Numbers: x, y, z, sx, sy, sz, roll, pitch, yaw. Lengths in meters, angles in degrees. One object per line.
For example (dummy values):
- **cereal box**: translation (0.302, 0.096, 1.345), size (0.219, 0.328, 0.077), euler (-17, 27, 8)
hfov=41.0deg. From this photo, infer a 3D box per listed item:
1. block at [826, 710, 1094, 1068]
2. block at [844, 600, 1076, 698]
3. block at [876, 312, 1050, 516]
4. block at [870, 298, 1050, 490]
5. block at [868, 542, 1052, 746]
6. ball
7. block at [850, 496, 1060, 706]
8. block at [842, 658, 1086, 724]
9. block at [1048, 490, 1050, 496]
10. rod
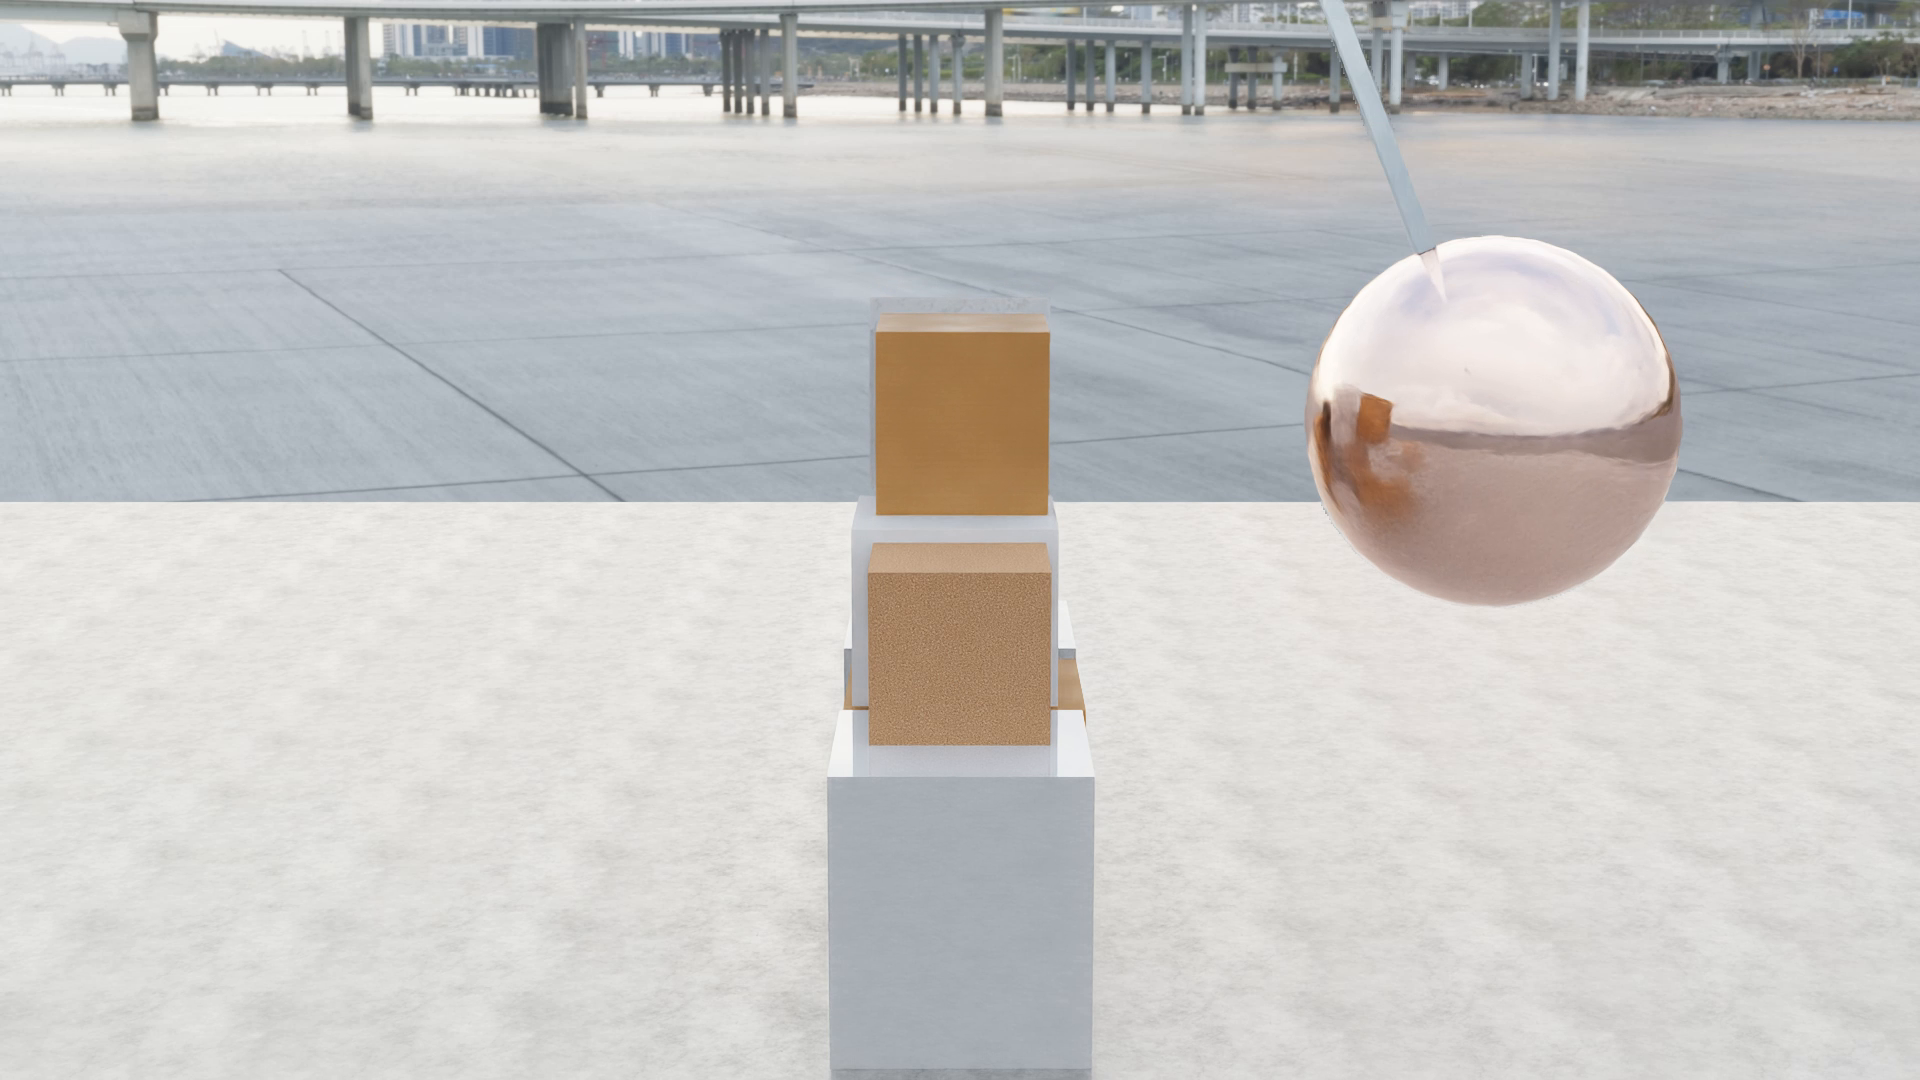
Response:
- **block**: translation (0.003, 1.274, 9.547), size (0.938, 1.078, 0.957), euler (0, 10, 0)
- **block**: translation (-0.001, 0.857, 12.217), size (1.050, 0.942, 1.070), euler (0, 10, 0)
- **block**: translation (0.010, -0.526, 10.483), size (0.683, 0.728, 0.747), euler (0, 11, 0)
- **block**: translation (-0.002, -0.633, 11.308), size (0.769, 0.820, 0.754), euler (0, 2, 0)
- **block**: translation (-0.001, 0.382, 9.636), size (0.666, 0.646, 0.600), euler (0, 10, 0)
- **ball**: translation (2.295, -0.510, 11.088), size (1.600, 1.600, 1.600), euler (0, 10, 0)
- **block**: translation (-0.019, 0.232, 10.330), size (0.801, 0.700, 0.807), euler (0, 10, 0)
- **block**: translation (0.017, 1.109, 10.466), size (0.942, 1.074, 0.890), euler (0, 10, 0)
- **block**: translation (0.014, 0.138, 11.150), size (0.722, 0.711, 0.740), euler (0, 1, 0)
- **rod**: translation (0.994, -3.601, 10.526), size (0.080, 5.200, 0.080), euler (-22, 10, 4)
